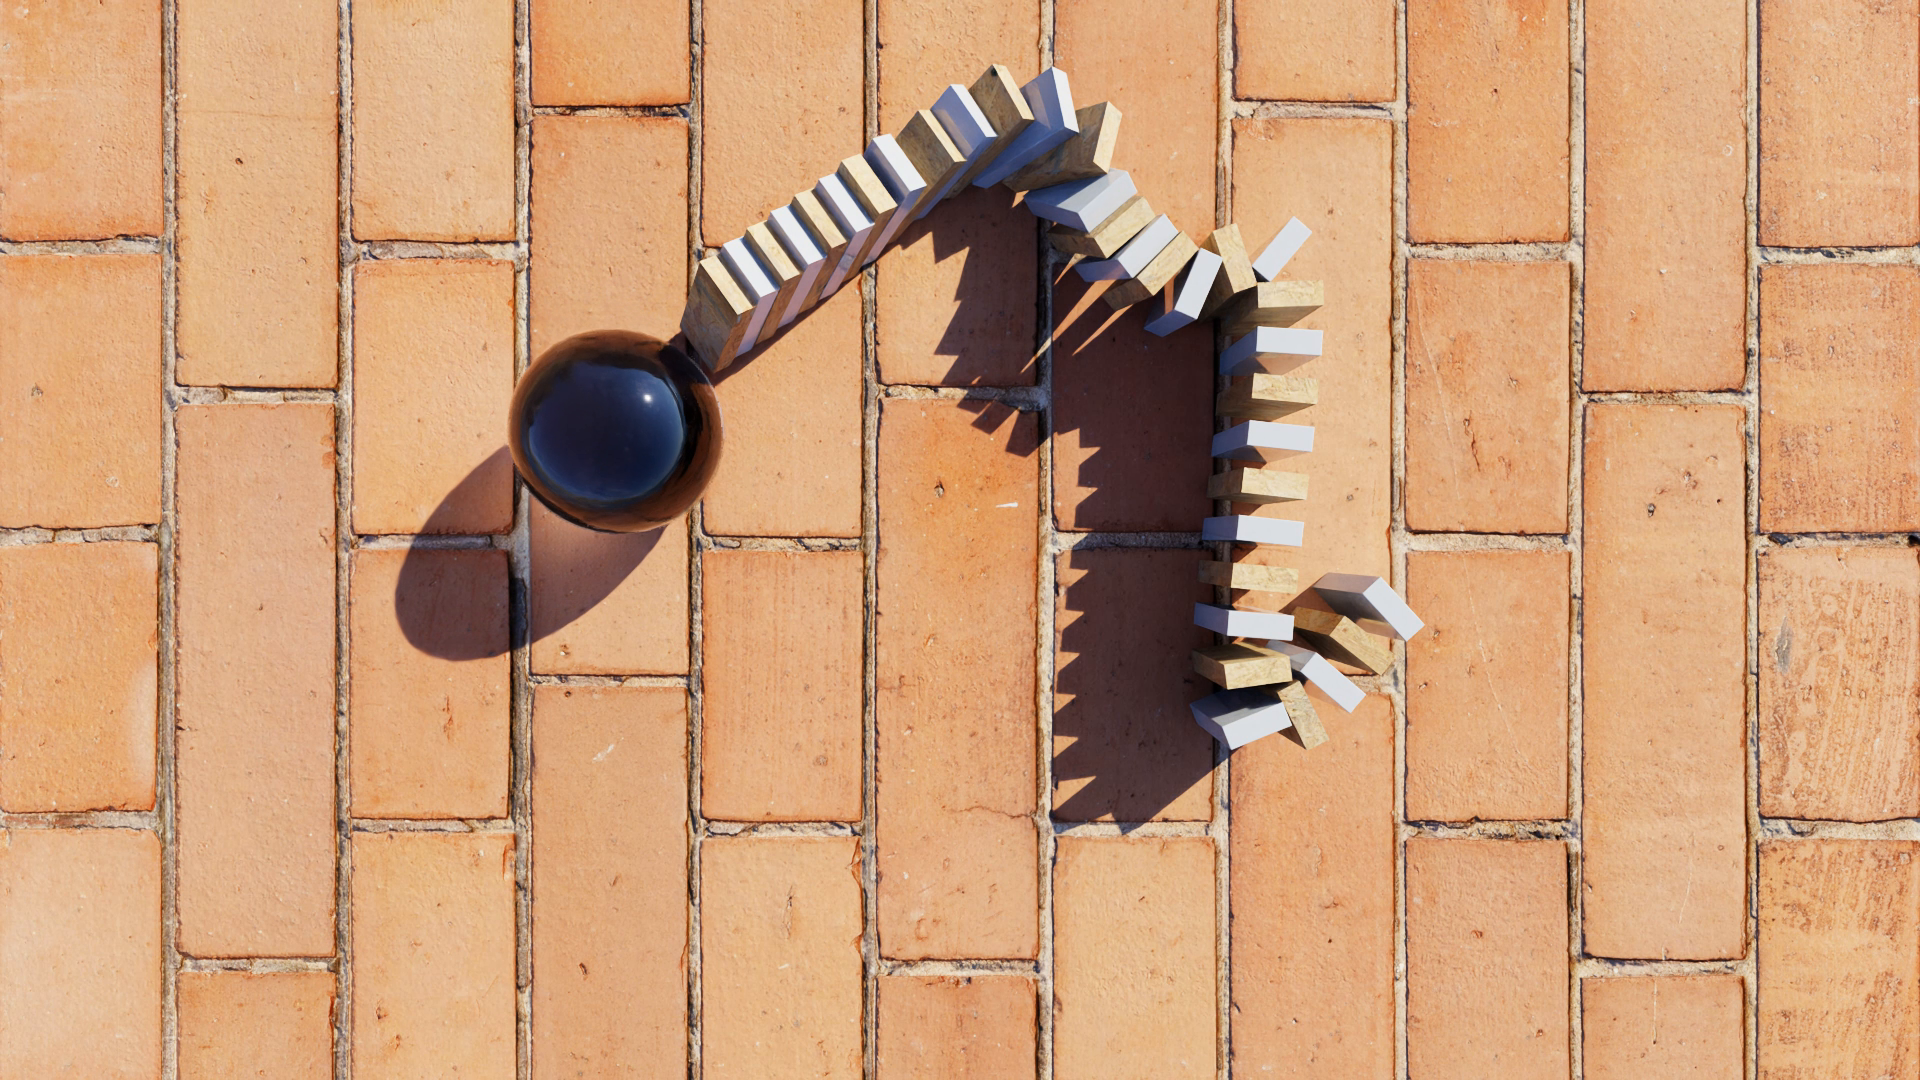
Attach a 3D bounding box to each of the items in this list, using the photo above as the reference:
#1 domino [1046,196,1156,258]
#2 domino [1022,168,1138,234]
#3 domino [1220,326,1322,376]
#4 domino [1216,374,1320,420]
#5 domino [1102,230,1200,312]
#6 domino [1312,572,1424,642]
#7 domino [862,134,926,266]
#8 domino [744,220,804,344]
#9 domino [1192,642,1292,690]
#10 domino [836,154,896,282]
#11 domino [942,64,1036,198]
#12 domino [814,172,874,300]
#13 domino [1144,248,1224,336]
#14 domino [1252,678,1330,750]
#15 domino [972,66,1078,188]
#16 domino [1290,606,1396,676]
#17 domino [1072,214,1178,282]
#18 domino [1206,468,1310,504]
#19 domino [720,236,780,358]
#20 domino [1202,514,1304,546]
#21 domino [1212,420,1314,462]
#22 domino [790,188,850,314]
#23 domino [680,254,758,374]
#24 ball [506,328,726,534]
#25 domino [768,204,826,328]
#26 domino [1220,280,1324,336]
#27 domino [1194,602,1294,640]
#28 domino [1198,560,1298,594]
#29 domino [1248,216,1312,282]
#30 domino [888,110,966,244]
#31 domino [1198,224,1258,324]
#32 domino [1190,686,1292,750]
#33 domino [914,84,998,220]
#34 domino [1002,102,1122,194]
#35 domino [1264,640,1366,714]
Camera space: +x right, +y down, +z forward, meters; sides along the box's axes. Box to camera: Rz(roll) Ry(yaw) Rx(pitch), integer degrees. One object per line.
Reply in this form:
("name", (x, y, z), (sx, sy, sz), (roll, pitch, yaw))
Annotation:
("domino", (0.056, -0.129, 0.376), (0.025, 0.050, 0.010), (-40, 117, 0))
("domino", (0.048, -0.142, 0.377), (0.025, 0.050, 0.009), (-40, 125, 0))
("domino", (0.126, -0.076, 0.375), (0.025, 0.050, 0.009), (4, 90, 0))
("domino", (0.124, -0.058, 0.375), (0.025, 0.050, 0.009), (5, 90, 0))
("domino", (0.076, -0.109, 0.375), (0.009, 0.050, 0.025), (45, 90, -10))
("domino", (0.166, 0.026, 0.375), (0.010, 0.050, 0.025), (-43, 90, 0))
("domino", (-0.035, -0.139, 0.377), (0.010, 0.050, 0.025), (-36, 90, -36))
("domino", (-0.082, -0.104, 0.376), (0.009, 0.050, 0.025), (-36, 89, -31))
("domino", (0.114, 0.051, 0.375), (0.025, 0.050, 0.009), (-8, 90, 0))
("domino", (-0.046, -0.131, 0.376), (0.010, 0.050, 0.025), (-36, 90, -32))
("domino", (0.005, -0.168, 0.380), (0.050, 0.010, 0.025), (-30, 87, 40))
("domino", (-0.054, -0.123, 0.376), (0.009, 0.050, 0.025), (-36, 90, -31))
("domino", (0.090, -0.100, 0.374), (0.010, 0.050, 0.025), (23, 94, -4))
("domino", (0.131, 0.067, 0.375), (0.010, 0.050, 0.025), (-27, 90, 0))
("domino", (0.024, -0.169, 0.379), (0.050, 0.009, 0.025), (-15, 85, 42))
("domino", (0.154, 0.040, 0.375), (0.025, 0.050, 0.009), (38, 90, 0))
("domino", (0.066, -0.119, 0.375), (0.025, 0.050, 0.009), (-44, 109, 0))
("domino", (0.121, -0.022, 0.375), (0.025, 0.050, 0.010), (6, 90, 0))
("domino", (-0.091, -0.098, 0.376), (0.009, 0.050, 0.025), (-36, 90, -31))
("domino", (0.118, -0.003, 0.375), (0.025, 0.050, 0.010), (6, 90, 0))
("domino", (0.123, -0.040, 0.375), (0.025, 0.050, 0.009), (6, 90, 0))
("domino", (-0.064, -0.117, 0.376), (0.009, 0.050, 0.025), (-36, 90, -31))
("domino", (-0.100, -0.092, 0.376), (0.010, 0.050, 0.025), (-36, 90, -31))
("ball", (-0.134, -0.042, 0.360), (0.080, 0.080, 0.080), (0, 90, 0))
("domino", (-0.073, -0.111, 0.376), (0.009, 0.050, 0.025), (-36, 90, -31))
("domino", (0.126, -0.094, 0.375), (0.025, 0.050, 0.009), (-2, 90, 0))
("domino", (0.115, 0.033, 0.375), (0.025, 0.050, 0.010), (5, 90, 0))
("domino", (0.117, 0.015, 0.375), (0.025, 0.050, 0.009), (6, 90, 0))
("domino", (0.123, -0.111, 0.375), (0.009, 0.050, 0.025), (40, 90, -1))
("domino", (-0.023, -0.150, 0.381), (0.050, 0.009, 0.025), (-36, 90, 39))
("domino", (0.105, -0.108, 0.375), (0.010, 0.050, 0.025), (-19, 90, -1))
("domino", (0.113, 0.071, 0.375), (0.025, 0.050, 0.009), (-22, 90, 0))
("domino", (-0.010, -0.160, 0.380), (0.050, 0.009, 0.025), (-35, 90, 40))
("domino", (0.041, -0.161, 0.378), (0.009, 0.050, 0.025), (17, 85, -43))
("domino", (0.143, 0.055, 0.375), (0.025, 0.050, 0.010), (40, 90, 0))
